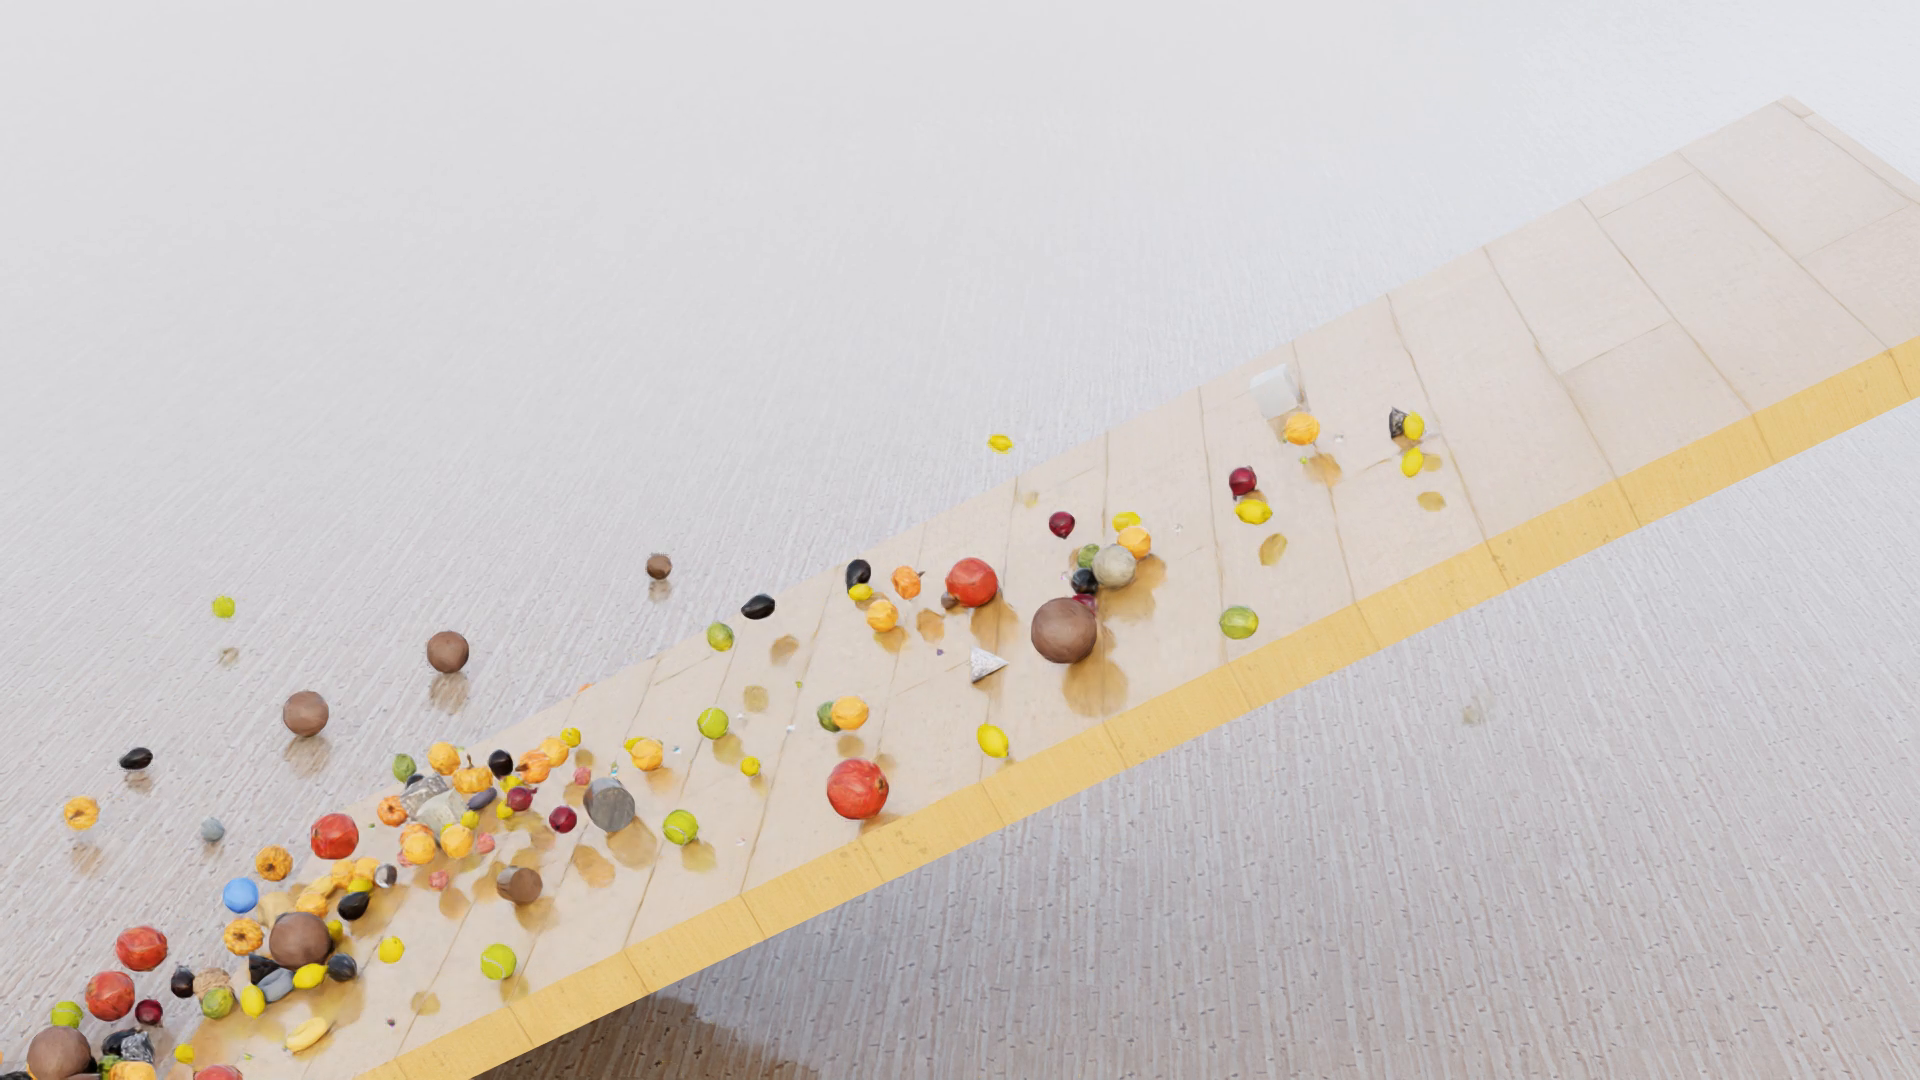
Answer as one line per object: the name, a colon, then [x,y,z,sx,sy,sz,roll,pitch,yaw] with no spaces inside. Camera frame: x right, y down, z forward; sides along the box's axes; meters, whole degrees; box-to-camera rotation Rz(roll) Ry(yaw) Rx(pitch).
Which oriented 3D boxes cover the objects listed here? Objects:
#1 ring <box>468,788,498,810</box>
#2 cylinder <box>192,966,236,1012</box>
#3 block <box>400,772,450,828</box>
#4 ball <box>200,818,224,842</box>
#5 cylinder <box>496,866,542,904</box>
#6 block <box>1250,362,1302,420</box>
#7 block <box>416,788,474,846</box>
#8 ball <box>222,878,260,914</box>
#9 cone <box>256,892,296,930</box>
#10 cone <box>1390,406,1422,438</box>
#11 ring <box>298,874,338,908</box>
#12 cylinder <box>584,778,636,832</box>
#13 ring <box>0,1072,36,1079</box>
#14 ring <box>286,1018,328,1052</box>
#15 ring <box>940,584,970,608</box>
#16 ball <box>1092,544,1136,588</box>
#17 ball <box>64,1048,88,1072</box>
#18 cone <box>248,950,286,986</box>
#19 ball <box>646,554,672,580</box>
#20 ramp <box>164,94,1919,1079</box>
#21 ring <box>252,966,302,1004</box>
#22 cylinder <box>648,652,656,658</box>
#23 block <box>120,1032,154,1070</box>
ring: [-1.123,0.609,6.920,0.078,0.026,0.078,-30,11,6]
cylinder: [-1.640,0.987,6.465,0.082,0.082,0.082,-7,7,-20]
block: [-1.275,0.624,7.045,0.084,0.084,0.084,-25,14,16]
ball: [-1.935,0.750,7.611,0.061,0.061,0.061,0,17,0]
cylinder: [-0.906,0.709,6.044,0.073,0.073,0.073,-11,2,-31]
block: [0.705,-0.331,6.569,0.083,0.083,0.083,-24,15,18]
block: [-1.196,0.642,6.826,0.084,0.084,0.084,-25,14,15]
ball: [-1.664,0.823,6.810,0.083,0.083,0.083,0,17,0]
cone: [-1.588,0.873,6.861,0.091,0.091,0.091,-1,-17,-5]
cone: [0.906,-0.239,5.959,0.065,0.065,0.065,0,17,4]
ring: [-1.503,0.821,6.891,0.105,0.035,0.105,-31,14,9]
cylinder: [-0.740,0.557,6.206,0.096,0.096,0.096,-5,8,-14]
ring: [-2.017,1.170,6.297,0.089,0.030,0.089,10,23,-4]
ring: [-1.314,0.994,5.916,0.092,0.031,0.092,-28,14,7]
ring: [-0.010,0.122,6.476,0.075,0.025,0.075,-27,15,8]
ball: [0.311,0.053,5.953,0.090,0.090,0.090,0,17,0]
ball: [-1.923,1.131,6.403,0.050,0.050,0.050,0,17,0]
cone: [-1.526,0.944,6.496,0.081,0.081,0.081,-4,18,-13]
ball: [-0.993,0.087,9.707,0.086,0.086,0.086,0,17,0]
ramp: [0.141,0.167,6.281,4.000,0.100,2.000,-26,14,11]
ring: [-1.471,0.958,6.336,0.114,0.038,0.114,-26,15,8]
cylinder: [-0.902,0.375,8.819,0.062,0.062,0.062,10,20,30]
block: [-1.780,1.105,6.364,0.054,0.054,0.054,-15,14,-6]
